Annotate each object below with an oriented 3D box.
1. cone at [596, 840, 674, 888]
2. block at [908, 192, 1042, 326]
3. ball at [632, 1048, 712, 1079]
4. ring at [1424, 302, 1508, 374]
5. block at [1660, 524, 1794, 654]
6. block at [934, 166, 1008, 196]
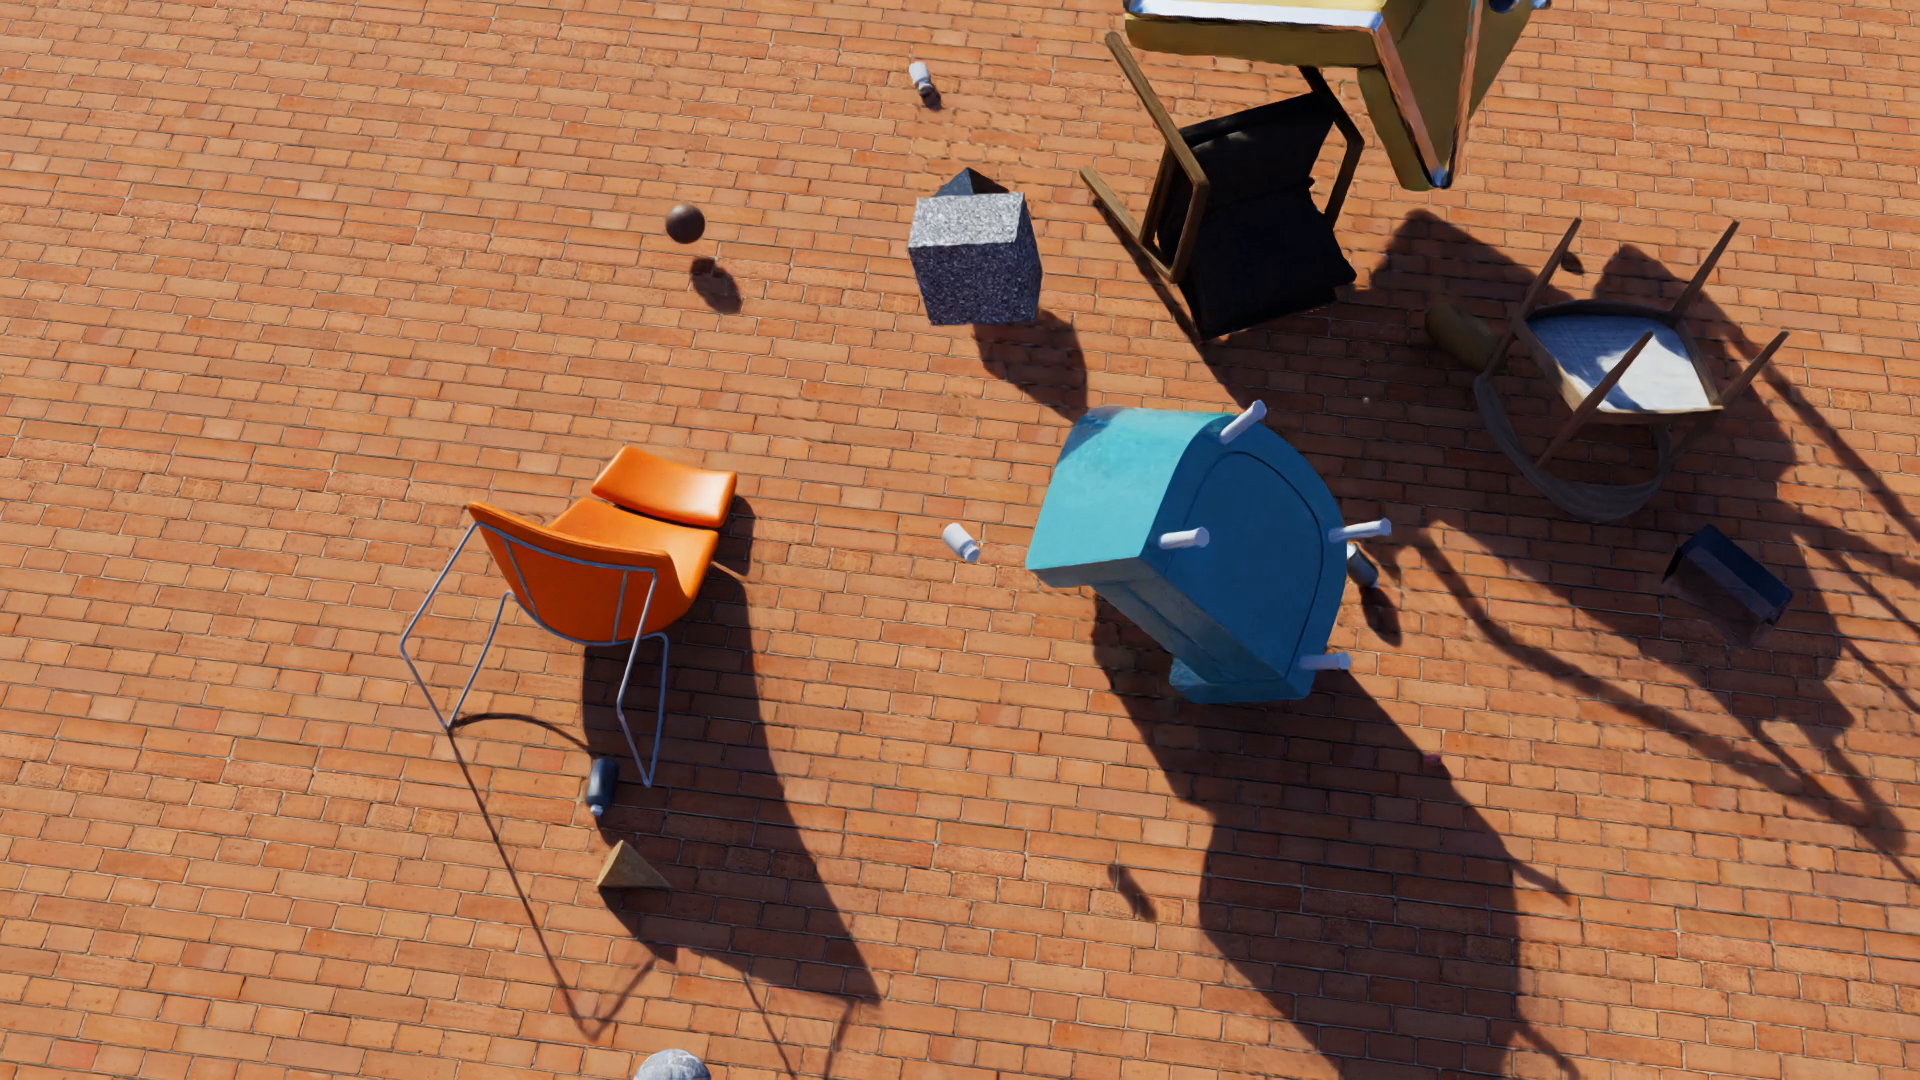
[{"bbox_3d":[-0.856,0.903,5.919,0.191,0.188,0.082,24,37,-15],"label":"cone"},{"bbox_3d":[0.048,-0.802,6.291,0.309,0.317,0.199,-1,52,14],"label":"block"},{"bbox_3d":[-0.723,1.382,5.523,0.205,0.205,0.205,0,56,0],"label":"ball"},{"bbox_3d":[1.580,-0.630,6.866,0.264,0.115,0.320,19,25,-35],"label":"ring"},{"bbox_3d":[2.218,0.140,6.365,0.140,0.190,0.310,-34,62,-20],"label":"block"},{"bbox_3d":[0.023,-1.017,6.999,0.190,0.237,0.178,22,44,-41],"label":"block"}]
